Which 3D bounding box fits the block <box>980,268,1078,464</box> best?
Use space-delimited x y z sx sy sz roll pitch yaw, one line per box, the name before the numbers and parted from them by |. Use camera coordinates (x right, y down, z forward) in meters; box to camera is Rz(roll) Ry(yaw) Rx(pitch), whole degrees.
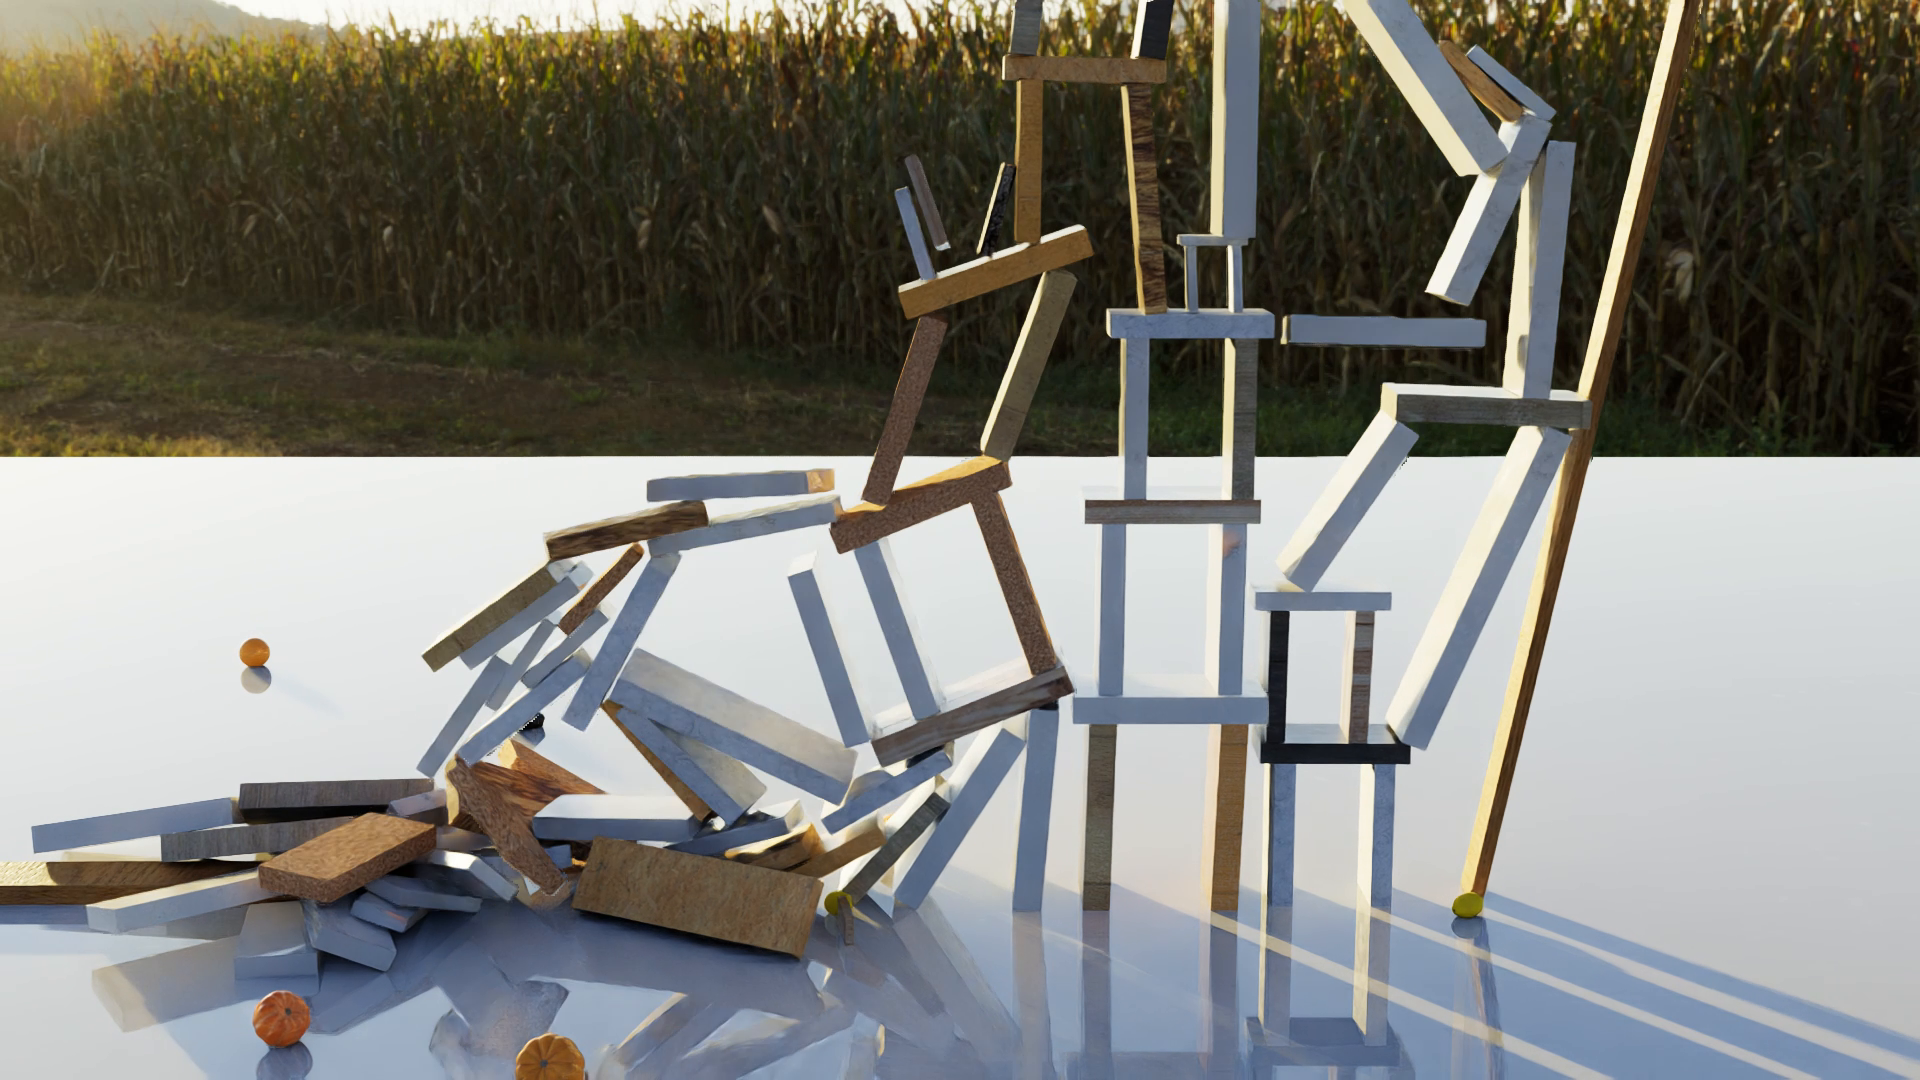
block | 0.108 -0.283 3.505 0.043 0.307 0.153 20 10 -4

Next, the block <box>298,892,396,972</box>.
block | -0.952 0.594 3.411 0.120 0.034 0.240 25 0 -23

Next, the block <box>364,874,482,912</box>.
block | -0.861 0.567 3.532 0.087 0.025 0.174 16 -3 34

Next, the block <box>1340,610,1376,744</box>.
block | 0.648 0.211 3.589 0.031 0.218 0.109 2 11 2

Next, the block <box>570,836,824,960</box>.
block | -0.420 0.563 3.483 0.423 0.122 0.035 6 -23 28

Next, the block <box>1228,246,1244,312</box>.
block | 0.436 -0.415 3.484 0.015 0.105 0.053 -3 11 0

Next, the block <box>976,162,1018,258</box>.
block | 0.058 -0.519 3.464 0.021 0.147 0.073 15 8 -5

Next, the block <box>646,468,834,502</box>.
block | -0.354 -0.089 3.562 0.275 0.036 0.127 -2 4 16

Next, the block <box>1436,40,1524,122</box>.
block | 0.802 -0.712 3.416 0.161 0.023 0.081 42 10 -5

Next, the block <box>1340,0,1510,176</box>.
block | 0.716 -0.726 3.417 0.050 0.350 0.175 -35 6 5

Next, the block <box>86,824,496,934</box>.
block | -1.048 0.538 3.586 0.697 0.037 0.131 -9 1 -40

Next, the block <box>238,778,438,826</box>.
block | -1.088 0.478 3.889 0.330 0.047 0.165 -1 -28 -5

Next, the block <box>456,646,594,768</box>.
block | -0.711 0.272 3.605 0.244 0.035 0.122 -39 6 1

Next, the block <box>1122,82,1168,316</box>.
block | 0.290 -0.536 3.457 0.035 0.353 0.124 -5 10 1

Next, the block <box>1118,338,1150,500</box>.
block | 0.278 -0.201 3.521 0.036 0.255 0.127 0 11 0

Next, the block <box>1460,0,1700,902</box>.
block | 0.987 -0.122 3.532 0.023 1.471 0.081 11 11 0

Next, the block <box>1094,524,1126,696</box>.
block | 0.244 0.099 3.581 0.040 0.279 0.140 0 11 0

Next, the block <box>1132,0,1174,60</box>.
block | 0.312 -0.891 3.389 0.042 0.295 0.148 8 10 -1

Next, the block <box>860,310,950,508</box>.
block | -0.087 -0.214 3.518 0.043 0.307 0.153 18 11 -3

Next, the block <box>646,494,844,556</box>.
block | -0.346 -0.025 3.555 0.305 0.032 0.113 -11 8 4

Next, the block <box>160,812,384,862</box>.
block | -1.174 0.509 3.768 0.330 0.047 0.165 -6 -5 2

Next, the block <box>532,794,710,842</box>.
block | -0.562 0.463 3.670 0.266 0.038 0.133 -1 10 11

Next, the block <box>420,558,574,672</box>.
block | -0.748 0.112 3.566 0.255 0.036 0.127 -35 10 9

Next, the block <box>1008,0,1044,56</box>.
block | 0.115 -0.896 3.389 0.042 0.295 0.148 7 10 -1

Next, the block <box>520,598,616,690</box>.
block | -0.641 0.170 3.598 0.176 0.025 0.088 -41 9 5

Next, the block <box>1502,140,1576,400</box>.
block | 0.912 -0.428 3.469 0.043 0.395 0.150 3 10 1

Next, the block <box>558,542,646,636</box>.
block | -0.584 0.078 3.584 0.025 0.175 0.088 43 2 -8

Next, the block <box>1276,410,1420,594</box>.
block | 0.622 -0.064 3.545 0.043 0.303 0.152 33 9 -5

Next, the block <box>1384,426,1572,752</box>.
block | 0.835 0.068 3.562 0.043 0.552 0.152 22 10 -3

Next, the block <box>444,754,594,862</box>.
block | -0.746 0.457 3.741 0.261 0.037 0.131 22 33 -32

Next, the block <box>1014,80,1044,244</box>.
block | 0.107 -0.593 3.444 0.035 0.247 0.124 1 10 -1

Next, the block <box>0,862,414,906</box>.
block | -1.569 0.572 3.671 1.281 0.034 0.120 0 11 0

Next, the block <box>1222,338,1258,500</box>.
block | 0.448 -0.201 3.521 0.036 0.255 0.127 0 11 0

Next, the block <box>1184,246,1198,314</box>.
block | 0.366 -0.415 3.484 0.015 0.105 0.053 -3 11 1

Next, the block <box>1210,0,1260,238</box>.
block | 0.429 -0.763 3.416 0.050 0.573 0.175 0 11 0

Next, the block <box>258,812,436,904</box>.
block | -0.971 0.503 3.503 0.133 0.038 0.266 8 15 23

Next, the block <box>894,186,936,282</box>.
block | -0.071 -0.484 3.477 0.021 0.147 0.073 -17 10 4

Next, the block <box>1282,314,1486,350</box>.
block | 0.670 -0.330 3.499 0.301 0.043 0.150 2 3 3

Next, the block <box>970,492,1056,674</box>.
block | 0.086 0.058 3.574 0.042 0.297 0.148 -19 10 4

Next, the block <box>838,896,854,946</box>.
block | -0.181 0.601 3.476 0.014 0.048 0.096 -2 11 -10

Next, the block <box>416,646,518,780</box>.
block | -0.805 0.278 3.595 0.032 0.227 0.113 35 3 -8

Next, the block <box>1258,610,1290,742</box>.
block | 0.512 0.211 3.593 0.031 0.218 0.109 0 11 0

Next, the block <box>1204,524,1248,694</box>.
block | 0.432 0.099 3.580 0.040 0.279 0.140 0 11 -2

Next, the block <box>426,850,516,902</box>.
block | -0.775 0.532 3.485 0.174 0.087 0.025 -6 44 56
